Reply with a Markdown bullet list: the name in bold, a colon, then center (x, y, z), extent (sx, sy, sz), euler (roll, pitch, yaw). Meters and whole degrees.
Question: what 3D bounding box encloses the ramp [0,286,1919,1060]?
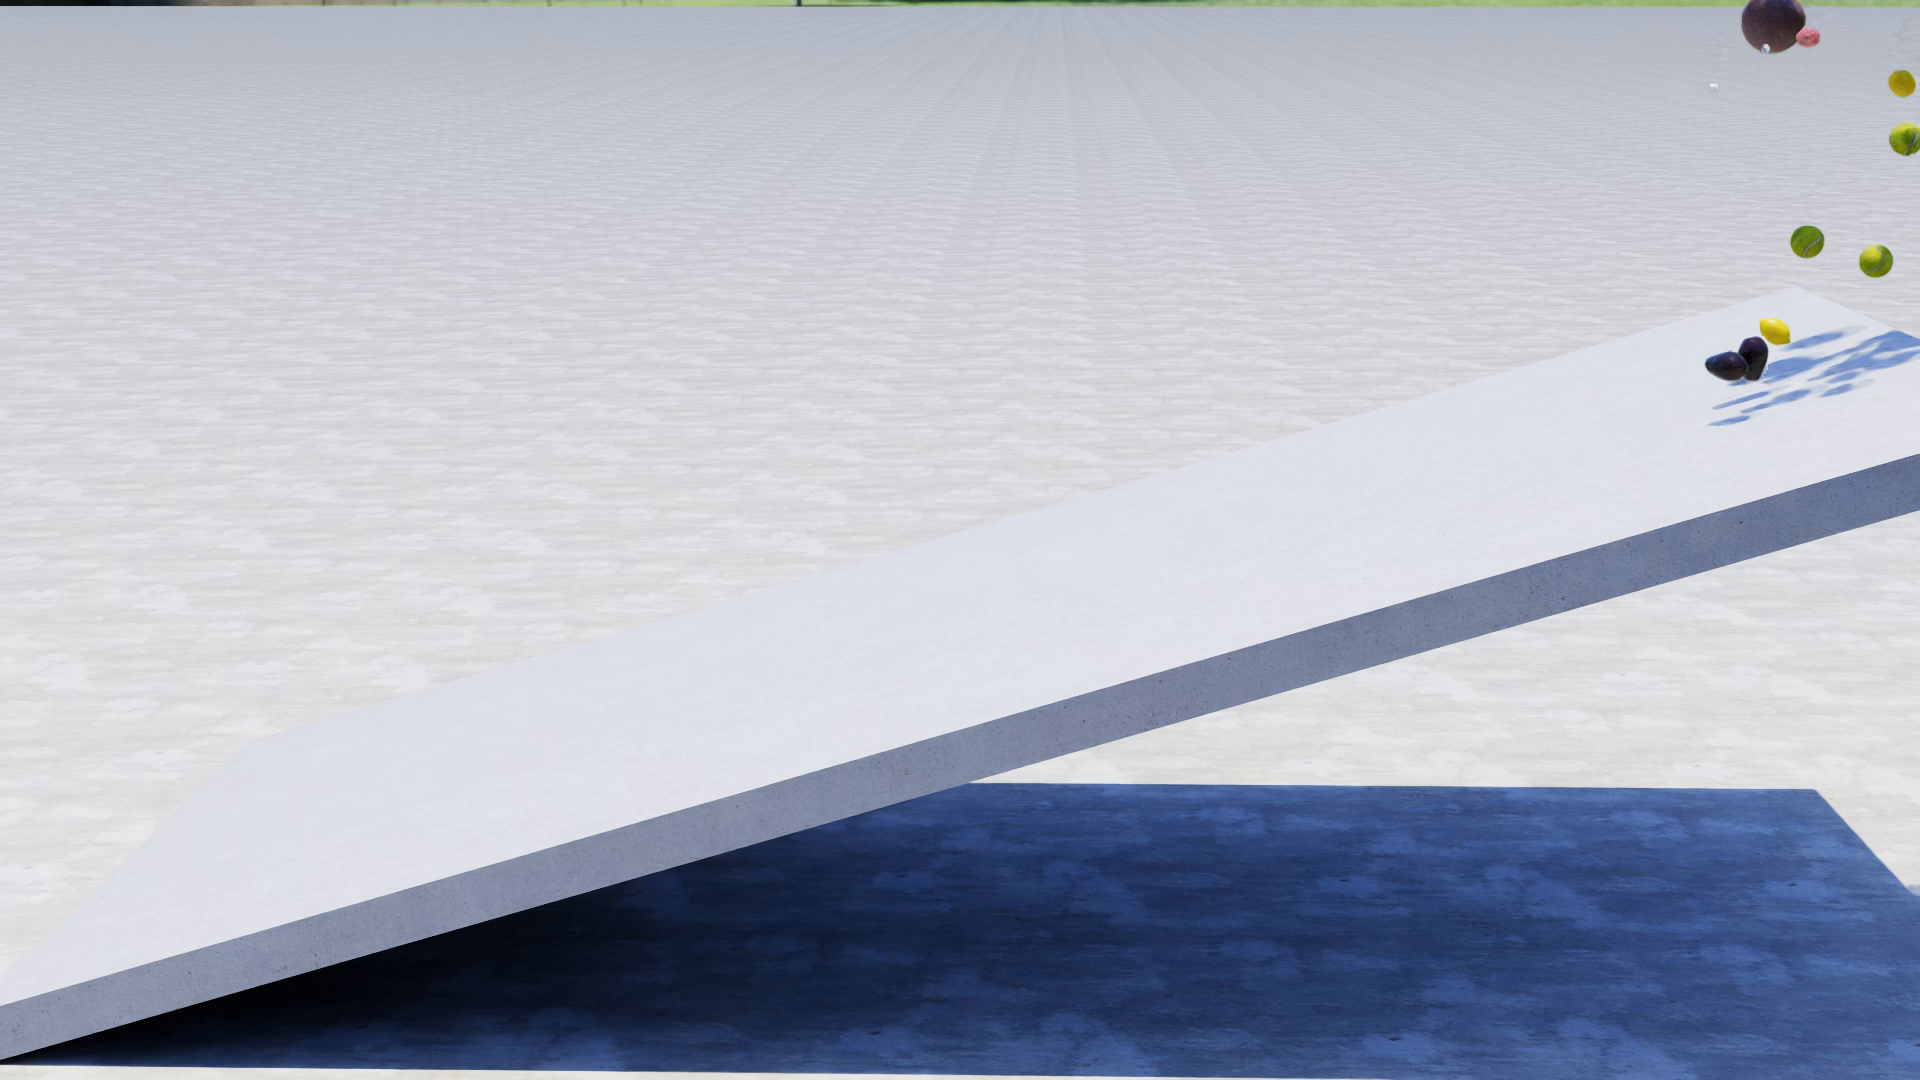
- **ramp**: center (0.094, 0.185, 6.316), extent (4.000, 0.100, 2.000), euler (-16, 10, 5)
